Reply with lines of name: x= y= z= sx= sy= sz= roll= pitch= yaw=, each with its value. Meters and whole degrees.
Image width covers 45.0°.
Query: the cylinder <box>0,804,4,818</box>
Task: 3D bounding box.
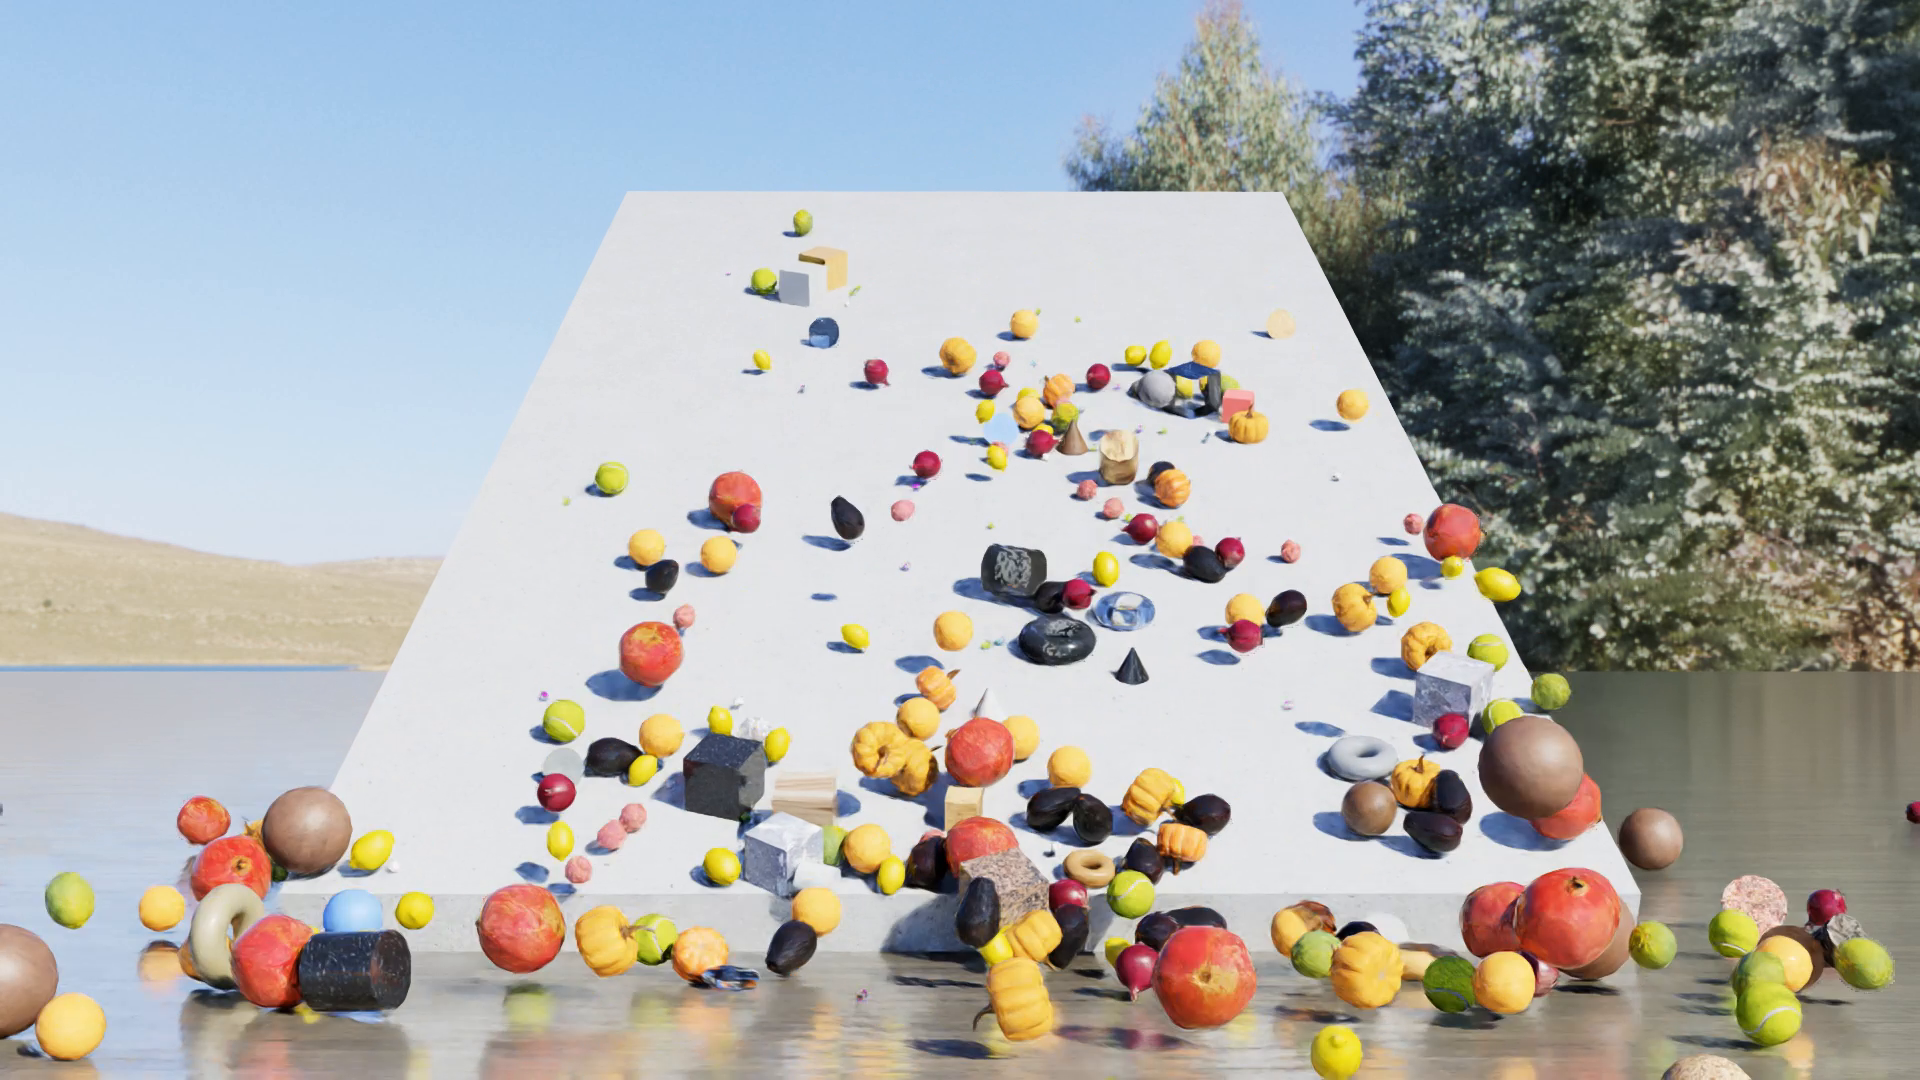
cylinder: x=-2.426 y=0.690 z=5.783 sx=0.060 sy=0.060 sz=0.060 roll=-3 pitch=-42 yaw=-2

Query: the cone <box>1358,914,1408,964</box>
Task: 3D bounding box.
cone: x=0.593 y=0.559 z=3.291 sx=0.072 sy=0.072 sz=0.072 roll=0 pitch=5 yaw=-4

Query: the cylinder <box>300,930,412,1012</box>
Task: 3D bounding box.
cylinder: x=-0.734 y=0.524 z=2.817 sx=0.097 sy=0.097 sz=0.097 roll=-5 pitch=-4 yaw=16

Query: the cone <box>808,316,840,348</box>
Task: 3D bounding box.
cone: x=-0.327 y=-0.507 z=5.734 sx=0.080 sy=0.080 sz=0.080 roll=-1 pitch=-4 yaw=10

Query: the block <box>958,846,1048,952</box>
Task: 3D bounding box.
block: x=0.061 y=0.512 z=3.303 sx=0.094 sy=0.094 sz=0.094 roll=-12 pitch=28 yaw=-24

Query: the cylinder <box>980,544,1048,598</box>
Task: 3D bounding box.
cylinder: x=0.101 y=0.058 z=4.331 sx=0.092 sy=0.092 sz=0.092 roll=8 pitch=1 yaw=29

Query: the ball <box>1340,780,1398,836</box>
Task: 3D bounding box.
ball: x=0.626 y=0.411 z=3.546 sx=0.086 sy=0.086 sz=0.086 roll=0 pitch=-3 yaw=0

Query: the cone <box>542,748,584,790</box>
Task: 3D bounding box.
cone: x=-0.627 y=0.365 z=3.715 sx=0.067 sy=0.067 sz=0.067 roll=0 pitch=-3 yaw=6

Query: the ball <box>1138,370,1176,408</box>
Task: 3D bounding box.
ball: x=0.426 y=-0.328 z=5.021 sx=0.081 sy=0.081 sz=0.081 roll=0 pitch=-3 yaw=0

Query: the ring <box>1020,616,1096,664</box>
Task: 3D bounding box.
ring: x=0.174 y=0.178 z=4.135 sx=0.139 sy=0.046 sz=0.139 roll=1 pitch=23 yaw=0

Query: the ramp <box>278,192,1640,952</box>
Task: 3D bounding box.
ramp: x=-0.008 y=-0.226 z=5.255 sx=2.000 sy=0.100 sz=4.000 roll=0 pitch=23 yaw=0

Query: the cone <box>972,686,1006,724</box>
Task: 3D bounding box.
cone: x=0.048 y=0.271 z=3.903 sx=0.057 sy=0.057 sz=0.057 roll=0 pitch=23 yaw=0

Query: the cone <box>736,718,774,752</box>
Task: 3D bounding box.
cone: x=-0.347 y=0.324 z=3.815 sx=0.064 sy=0.064 sz=0.064 roll=1 pitch=-5 yaw=-22

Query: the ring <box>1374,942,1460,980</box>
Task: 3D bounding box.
ring: x=0.626 y=0.577 z=3.169 sx=0.117 sy=0.039 sz=0.117 roll=2 pitch=-1 yaw=0

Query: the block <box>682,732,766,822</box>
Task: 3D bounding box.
block: x=-0.368 y=0.370 z=3.626 sx=0.093 sy=0.093 sz=0.093 roll=9 pitch=25 yaw=19

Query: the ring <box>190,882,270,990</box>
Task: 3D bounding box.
ring: x=-0.955 y=0.519 z=3.030 sx=0.047 sy=0.140 sz=0.140 roll=-3 pitch=-4 yaw=18

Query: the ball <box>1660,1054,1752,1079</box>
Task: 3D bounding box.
ball: x=0.648 y=0.490 z=2.007 sx=0.088 sy=0.088 sz=0.088 roll=0 pitch=-3 yaw=0

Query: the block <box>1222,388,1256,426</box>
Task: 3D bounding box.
block: x=0.628 y=-0.299 z=5.223 sx=0.062 sy=0.062 sz=0.062 roll=6 pitch=24 yaw=14

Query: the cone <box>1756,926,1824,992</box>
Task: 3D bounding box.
cone: x=1.103 y=0.543 z=3.049 sx=0.086 sy=0.086 sz=0.086 roll=-2 pitch=0 yaw=33

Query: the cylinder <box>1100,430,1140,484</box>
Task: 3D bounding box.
cylinder: x=0.334 y=-0.174 z=4.857 sx=0.083 sy=0.083 sz=0.083 roll=0 pitch=-35 yaw=2

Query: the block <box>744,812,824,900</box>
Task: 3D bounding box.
block: x=-0.260 y=0.465 z=3.421 sx=0.082 sy=0.082 sz=0.082 roll=17 pitch=28 yaw=33

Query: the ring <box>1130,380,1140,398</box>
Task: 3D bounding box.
ring: x=0.438 y=-0.350 z=5.383 sx=0.087 sy=0.029 sz=0.087 roll=-1 pitch=24 yaw=0

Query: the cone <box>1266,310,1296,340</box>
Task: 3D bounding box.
cone: x=0.805 y=-0.533 z=5.803 sx=0.075 sy=0.075 sz=0.075 roll=0 pitch=-4 yaw=8

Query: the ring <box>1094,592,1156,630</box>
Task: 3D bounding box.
ring: x=0.303 y=0.130 z=4.258 sx=0.113 sy=0.038 sz=0.113 roll=1 pitch=25 yaw=0

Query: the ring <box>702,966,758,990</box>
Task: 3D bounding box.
ring: x=-0.303 y=0.577 z=3.053 sx=0.076 sy=0.025 sz=0.076 roll=5 pitch=-5 yaw=0

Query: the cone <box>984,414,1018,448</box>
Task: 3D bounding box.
cone: x=0.084 y=-0.237 z=5.110 sx=0.077 sy=0.077 sz=0.077 roll=0 pitch=-4 yaw=-8

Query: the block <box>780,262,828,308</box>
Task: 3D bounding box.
block: x=-0.408 y=-0.666 z=6.034 sx=0.090 sy=0.090 sz=0.090 roll=12 pitch=26 yaw=25

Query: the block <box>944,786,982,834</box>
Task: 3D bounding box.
block: x=0.005 y=0.416 z=3.574 sx=0.052 sy=0.052 sz=0.052 roll=3 pitch=24 yaw=7

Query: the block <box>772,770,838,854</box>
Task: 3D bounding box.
block: x=-0.235 y=0.414 z=3.528 sx=0.090 sy=0.090 sz=0.090 roll=1 pitch=23 yaw=2

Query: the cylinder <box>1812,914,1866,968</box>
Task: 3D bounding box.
cylinder: x=1.157 y=0.529 z=3.055 sx=0.054 sy=0.054 sz=0.054 roll=1 pitch=-32 yaw=-11

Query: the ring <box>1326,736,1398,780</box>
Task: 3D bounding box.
ring: x=0.650 y=0.352 z=3.743 sx=0.114 sy=0.038 sz=0.114 roll=-1 pitch=23 yaw=1

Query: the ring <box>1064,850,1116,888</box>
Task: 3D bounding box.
ring: x=0.192 y=0.487 z=3.435 sx=0.080 sy=0.027 sz=0.080 roll=7 pitch=24 yaw=-3

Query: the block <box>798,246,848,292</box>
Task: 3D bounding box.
block: x=-0.364 y=-0.719 z=6.154 sx=0.092 sy=0.092 sz=0.092 roll=17 pitch=28 yaw=34

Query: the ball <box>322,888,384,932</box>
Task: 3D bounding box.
ball: x=-0.856 y=0.533 z=3.267 sx=0.083 sy=0.083 sz=0.083 roll=0 pitch=-3 yaw=0

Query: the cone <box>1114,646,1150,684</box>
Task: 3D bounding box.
cone: x=0.301 y=0.211 z=4.038 sx=0.061 sy=0.061 sz=0.061 roll=0 pitch=23 yaw=0

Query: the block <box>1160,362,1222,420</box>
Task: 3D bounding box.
block: x=0.527 y=-0.341 z=5.278 sx=0.095 sy=0.095 sz=0.095 roll=-21 pitch=31 yaw=-39

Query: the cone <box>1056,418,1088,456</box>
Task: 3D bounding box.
cone: x=0.245 y=-0.231 z=5.050 sx=0.072 sy=0.072 sz=0.072 roll=0 pitch=23 yaw=0

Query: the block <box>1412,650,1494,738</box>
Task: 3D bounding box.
block: x=0.827 y=0.258 z=3.885 sx=0.098 sy=0.098 sz=0.098 roll=15 pitch=27 yaw=30
